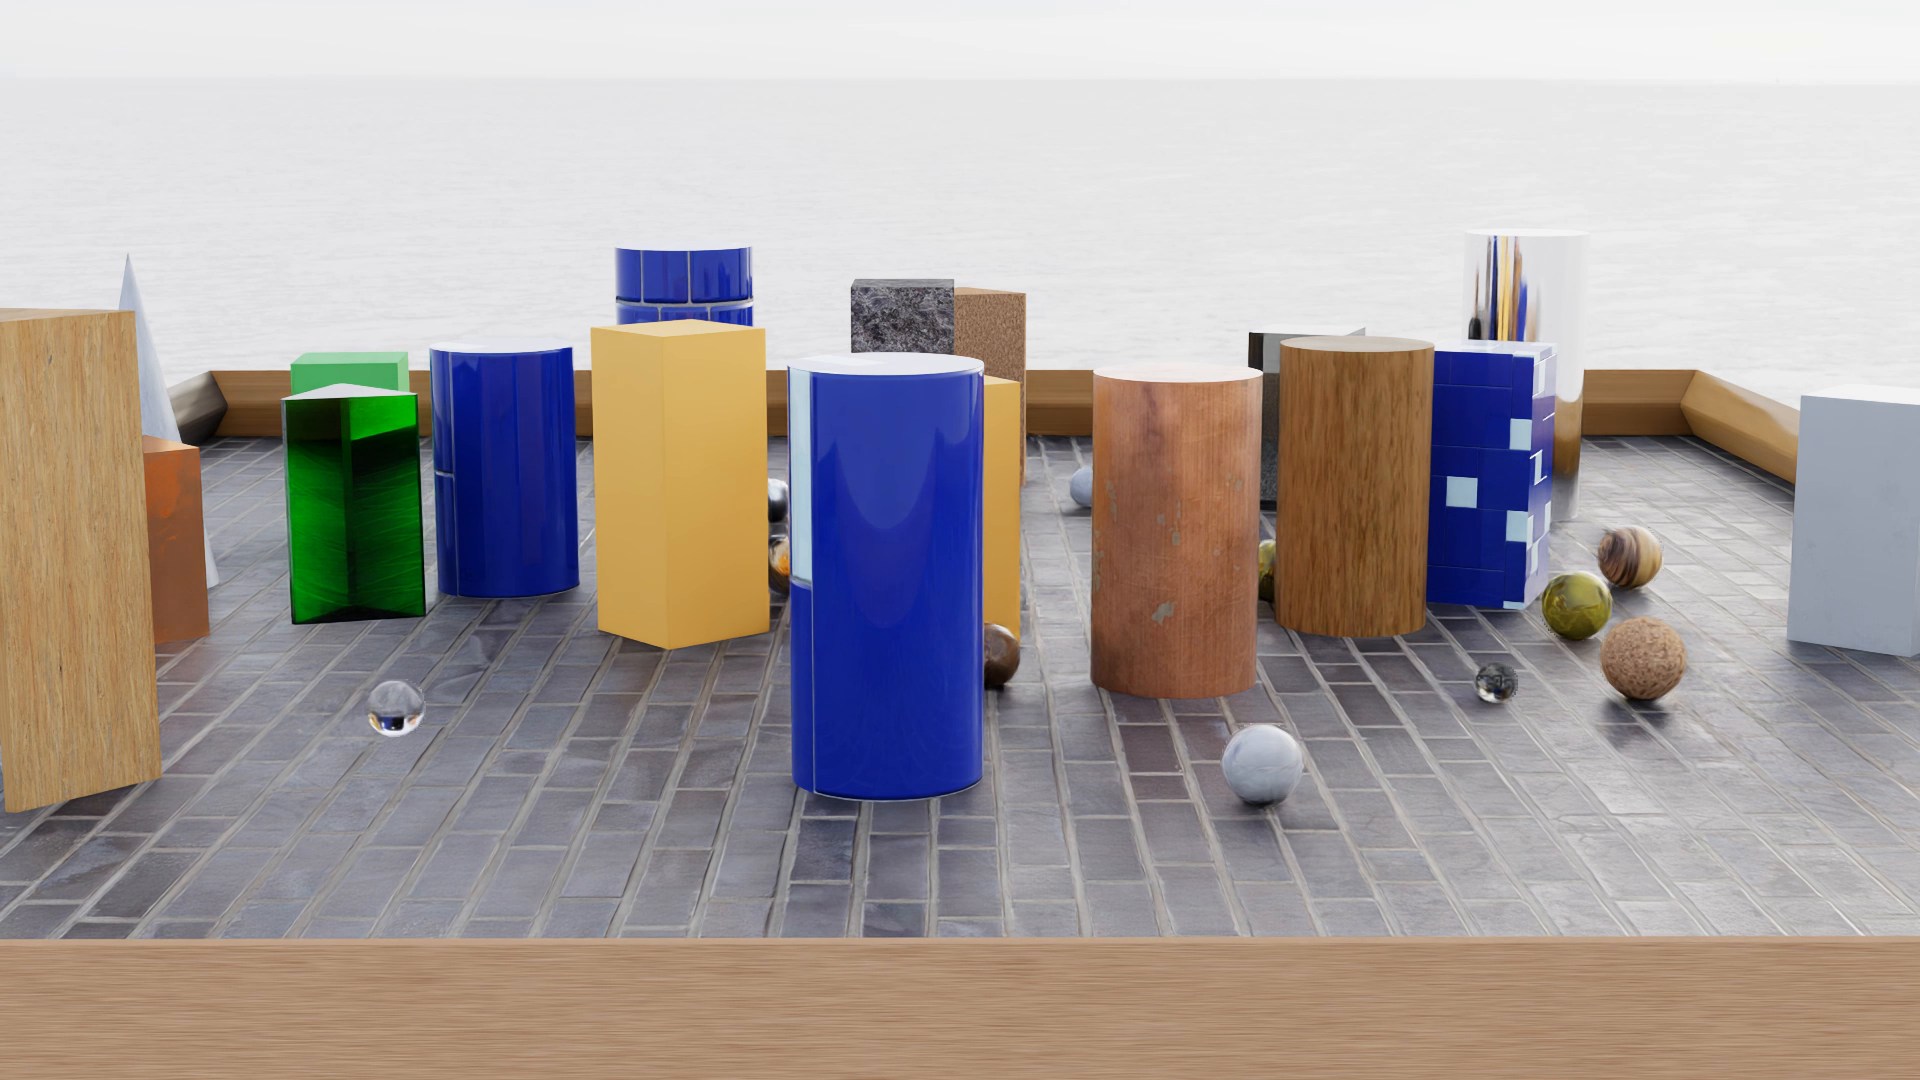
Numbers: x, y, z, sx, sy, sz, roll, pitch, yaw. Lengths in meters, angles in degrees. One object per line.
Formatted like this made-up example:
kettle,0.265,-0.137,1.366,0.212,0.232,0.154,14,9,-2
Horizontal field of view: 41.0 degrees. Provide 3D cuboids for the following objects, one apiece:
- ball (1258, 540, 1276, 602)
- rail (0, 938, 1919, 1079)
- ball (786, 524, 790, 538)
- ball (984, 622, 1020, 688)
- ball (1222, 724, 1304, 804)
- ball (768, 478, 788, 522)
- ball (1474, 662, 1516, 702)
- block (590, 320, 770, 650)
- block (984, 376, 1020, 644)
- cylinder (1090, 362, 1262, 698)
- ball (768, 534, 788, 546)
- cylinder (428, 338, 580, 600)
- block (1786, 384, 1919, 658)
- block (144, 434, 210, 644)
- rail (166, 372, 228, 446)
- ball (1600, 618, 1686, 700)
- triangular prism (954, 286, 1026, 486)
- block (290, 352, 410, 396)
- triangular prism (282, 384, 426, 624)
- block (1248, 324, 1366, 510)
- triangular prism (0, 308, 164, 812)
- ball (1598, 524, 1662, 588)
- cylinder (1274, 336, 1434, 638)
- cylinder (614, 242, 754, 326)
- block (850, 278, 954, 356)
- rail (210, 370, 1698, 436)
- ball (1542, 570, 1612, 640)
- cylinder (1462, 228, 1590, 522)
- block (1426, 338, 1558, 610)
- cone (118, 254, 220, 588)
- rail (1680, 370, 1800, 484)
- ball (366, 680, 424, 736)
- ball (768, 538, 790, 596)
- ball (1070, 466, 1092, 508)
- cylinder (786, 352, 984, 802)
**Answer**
ball,0.433,0.043,3.519,0.087,0.087,0.087,0,10,0
rail,0.010,0.336,1.810,2.960,0.129,0.045,0,10,0
ball,-0.215,-0.015,3.830,0.088,0.088,0.088,0,10,0
ball,0.034,0.137,3.041,0.077,0.077,0.077,0,10,0
ball,0.302,0.224,2.560,0.080,0.080,0.080,0,10,0
ball,-0.302,-0.063,4.140,0.070,0.070,0.070,0,10,0
ball,0.620,0.165,2.969,0.046,0.046,0.046,0,10,0
block,-0.361,-0.077,3.315,0.159,0.396,0.159,-9,14,-41
block,-0.034,-0.037,3.269,0.159,0.336,0.159,-6,12,-30
cylinder,0.256,-0.015,3.053,0.199,0.371,0.199,0,10,0
ball,-0.262,0.023,3.694,0.062,0.062,0.062,0,10,0
cylinder,-0.640,-0.104,3.615,0.199,0.342,0.199,0,10,0
block,1.175,-0.030,3.281,0.159,0.316,0.159,9,14,39
block,-1.084,0.002,3.304,0.159,0.246,0.159,-9,14,-41
rail,-1.456,0.035,3.440,0.045,0.129,3.380,0,10,0
ball,0.794,0.138,2.981,0.096,0.096,0.096,0,10,0
triangular prism,0.016,-0.272,4.534,0.173,0.338,0.150,-2,11,-10
block,-0.943,-0.144,3.994,0.159,0.282,0.159,-1,11,-6
triangular prism,-0.821,-0.053,3.456,0.173,0.299,0.150,-3,11,-18
block,0.578,-0.205,4.288,0.159,0.295,0.159,4,11,21
triangular prism,-0.940,0.011,2.602,0.150,0.484,0.173,9,14,39
ball,0.944,0.023,3.617,0.090,0.090,0.090,0,10,0
cylinder,0.517,-0.074,3.376,0.199,0.370,0.199,0,10,0
cylinder,-0.399,-0.194,3.745,0.199,0.470,0.199,0,10,0
block,-0.089,-0.213,4.069,0.159,0.390,0.159,0,10,0
rail,-0.010,-0.270,5.087,2.960,0.129,0.045,0,10,0
ball,0.793,0.083,3.297,0.089,0.089,0.089,0,10,0
cylinder,0.919,-0.272,4.198,0.199,0.460,0.199,0,10,0
block,0.724,-0.095,3.551,0.159,0.347,0.159,5,11,23
cone,-1.157,-0.170,3.609,0.199,0.473,0.199,0,10,0
rail,1.456,0.032,3.457,0.045,0.129,3.380,0,10,0
ball,-0.621,0.185,2.818,0.063,0.063,0.063,0,10,0
ball,-0.235,0.037,3.565,0.082,0.082,0.082,0,10,0
ball,0.217,-0.088,4.278,0.069,0.069,0.069,0,10,0
cylinder,-0.075,0.033,2.630,0.199,0.430,0.199,0,10,0
